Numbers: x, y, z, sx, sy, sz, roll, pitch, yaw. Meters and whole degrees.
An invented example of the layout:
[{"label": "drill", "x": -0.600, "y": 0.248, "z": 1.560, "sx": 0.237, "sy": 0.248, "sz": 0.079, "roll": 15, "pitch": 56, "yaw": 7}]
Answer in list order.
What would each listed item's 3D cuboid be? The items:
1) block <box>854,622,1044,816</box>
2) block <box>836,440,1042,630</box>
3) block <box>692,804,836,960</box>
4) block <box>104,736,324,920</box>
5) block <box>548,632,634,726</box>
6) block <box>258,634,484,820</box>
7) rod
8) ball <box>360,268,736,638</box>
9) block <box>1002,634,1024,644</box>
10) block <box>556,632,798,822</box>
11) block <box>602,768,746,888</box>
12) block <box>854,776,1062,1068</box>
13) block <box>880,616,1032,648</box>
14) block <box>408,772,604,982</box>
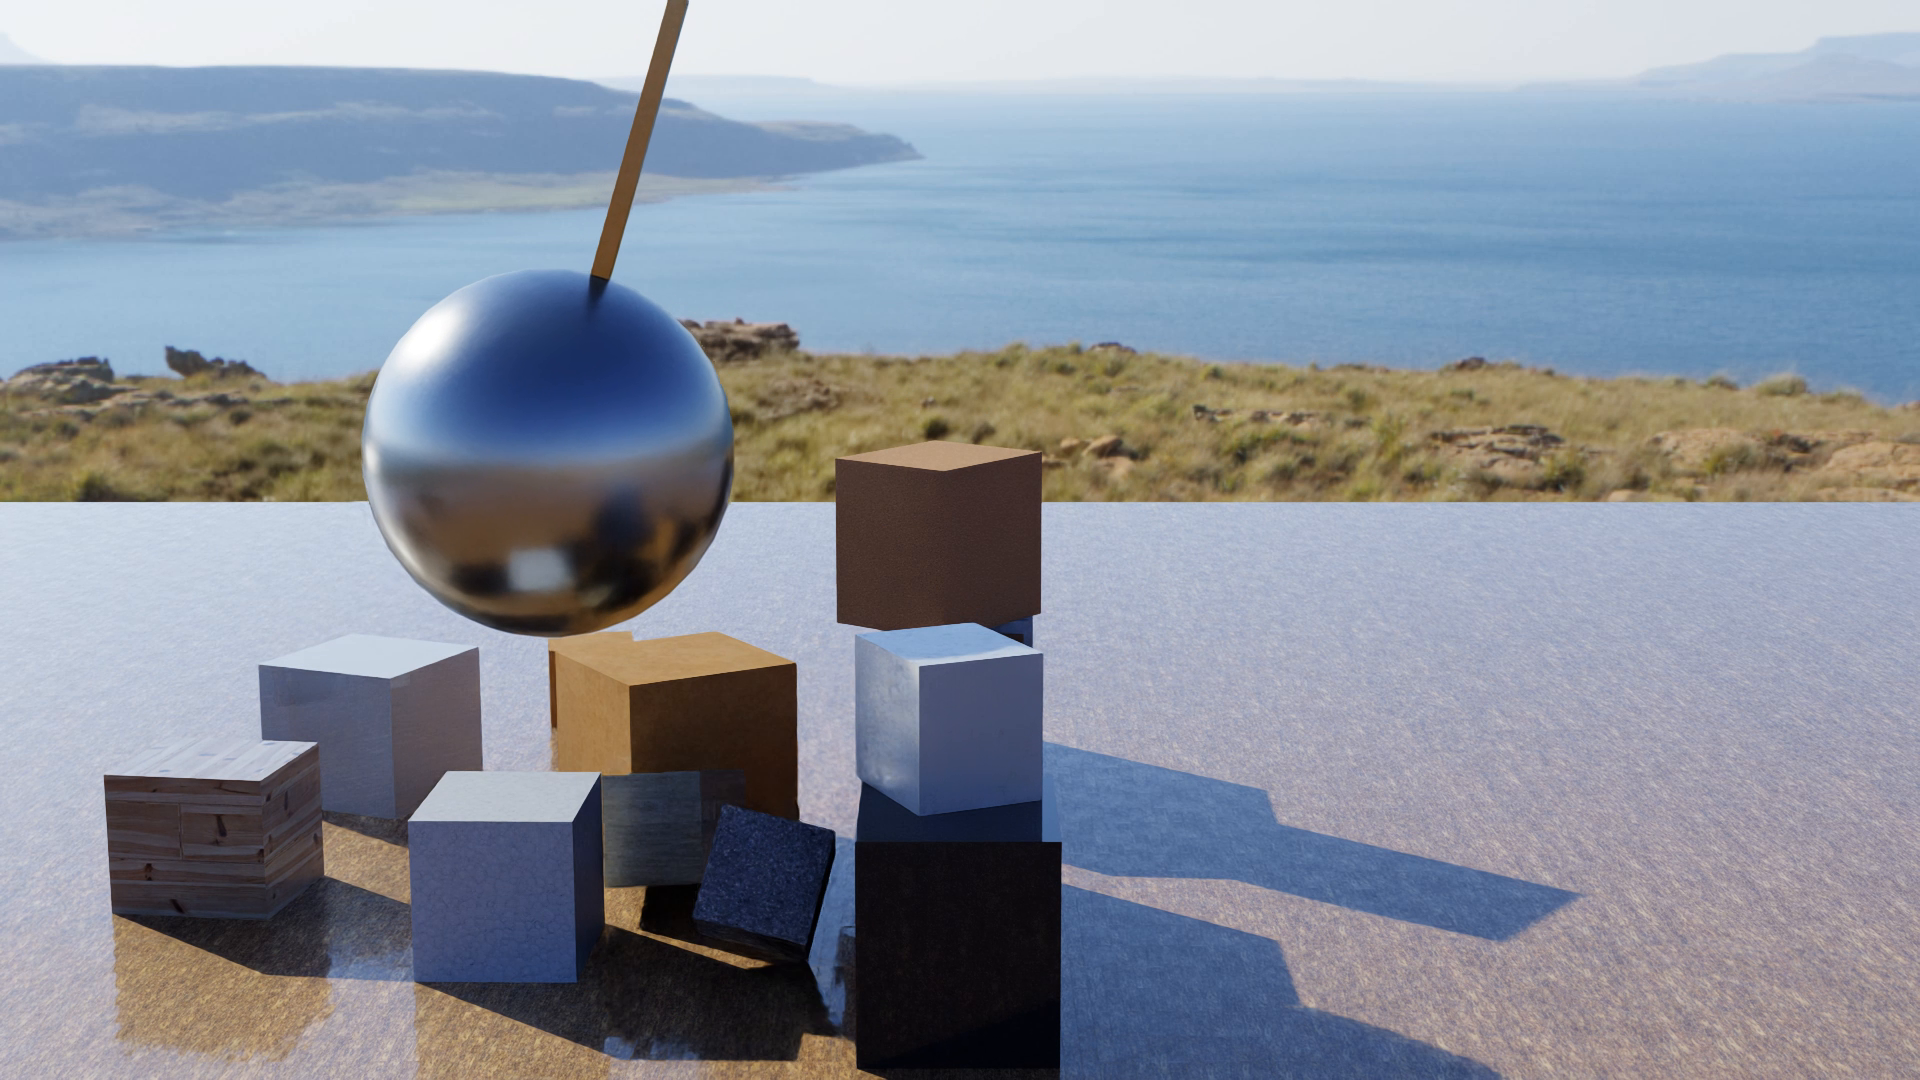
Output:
[{"label": "block", "x": -0.046, "y": 0.663, "z": 9.650, "sx": 0.503, "sy": 0.560, "sz": 0.592, "roll": -5, "pitch": 11, "yaw": -25}, {"label": "block", "x": -0.102, "y": -0.015, "z": 12.796, "sx": 0.677, "sy": 0.826, "sz": 0.798, "roll": 8, "pitch": 13, "yaw": 37}, {"label": "block", "x": -0.765, "y": 1.353, "z": 10.125, "sx": 0.450, "sy": 0.457, "sz": 0.472, "roll": 14, "pitch": -16, "yaw": 2}, {"label": "block", "x": -3.206, "y": 1.236, "z": 11.072, "sx": 0.690, "sy": 0.607, "sz": 0.630, "roll": 1, "pitch": 10, "yaw": 8}, {"label": "block", "x": -2.035, "y": 0.764, "z": 14.188, "sx": 0.463, "sy": 0.420, "sz": 0.441, "roll": -2, "pitch": 10, "yaw": -10}, {"label": "block", "x": -2.894, "y": 0.905, "z": 12.651, "sx": 0.762, "sy": 0.692, "sz": 0.751, "roll": 4, "pitch": 11, "yaw": 23}, {"label": "rod", "x": -0.769, "y": -3.572, "z": 10.531, "sx": 0.080, "sy": 5.200, "sz": 0.080, "roll": 17, "pitch": 10, "yaw": -3}, {"label": "ball", "x": -1.774, "y": -0.377, "z": 11.112, "sx": 1.600, "sy": 1.600, "sz": 1.600, "roll": 0, "pitch": 10, "yaw": 0}, {"label": "block", "x": -0.035, "y": 0.894, "z": 12.530, "sx": 0.646, "sy": 0.757, "sz": 0.678, "roll": 1, "pitch": 10, "yaw": 5}, {"label": "block", "x": -1.313, "y": 0.961, "z": 11.888, "sx": 0.837, "sy": 0.857, "sz": 0.803, "roll": -6, "pitch": 12, "yaw": -32}, {"label": "block", "x": -1.231, "y": 1.233, "z": 11.002, "sx": 0.473, "sy": 0.470, "sz": 0.522, "roll": -5, "pitch": -5, "yaw": 16}, {"label": "block", "x": -0.008, "y": 1.400, "z": 9.514, "sx": 0.728, "sy": 0.842, "sz": 0.848, "roll": 0, "pitch": 10, "yaw": 0}, {"label": "block", "x": -0.005, "y": 0.732, "z": 13.269, "sx": 0.761, "sy": 0.812, "sz": 0.797, "roll": 0, "pitch": 10, "yaw": 2}, {"label": "block", "x": -1.813, "y": 1.346, "z": 10.339, "sx": 0.639, "sy": 0.653, "sz": 0.719, "roll": 0, "pitch": 10, "yaw": 1}]
